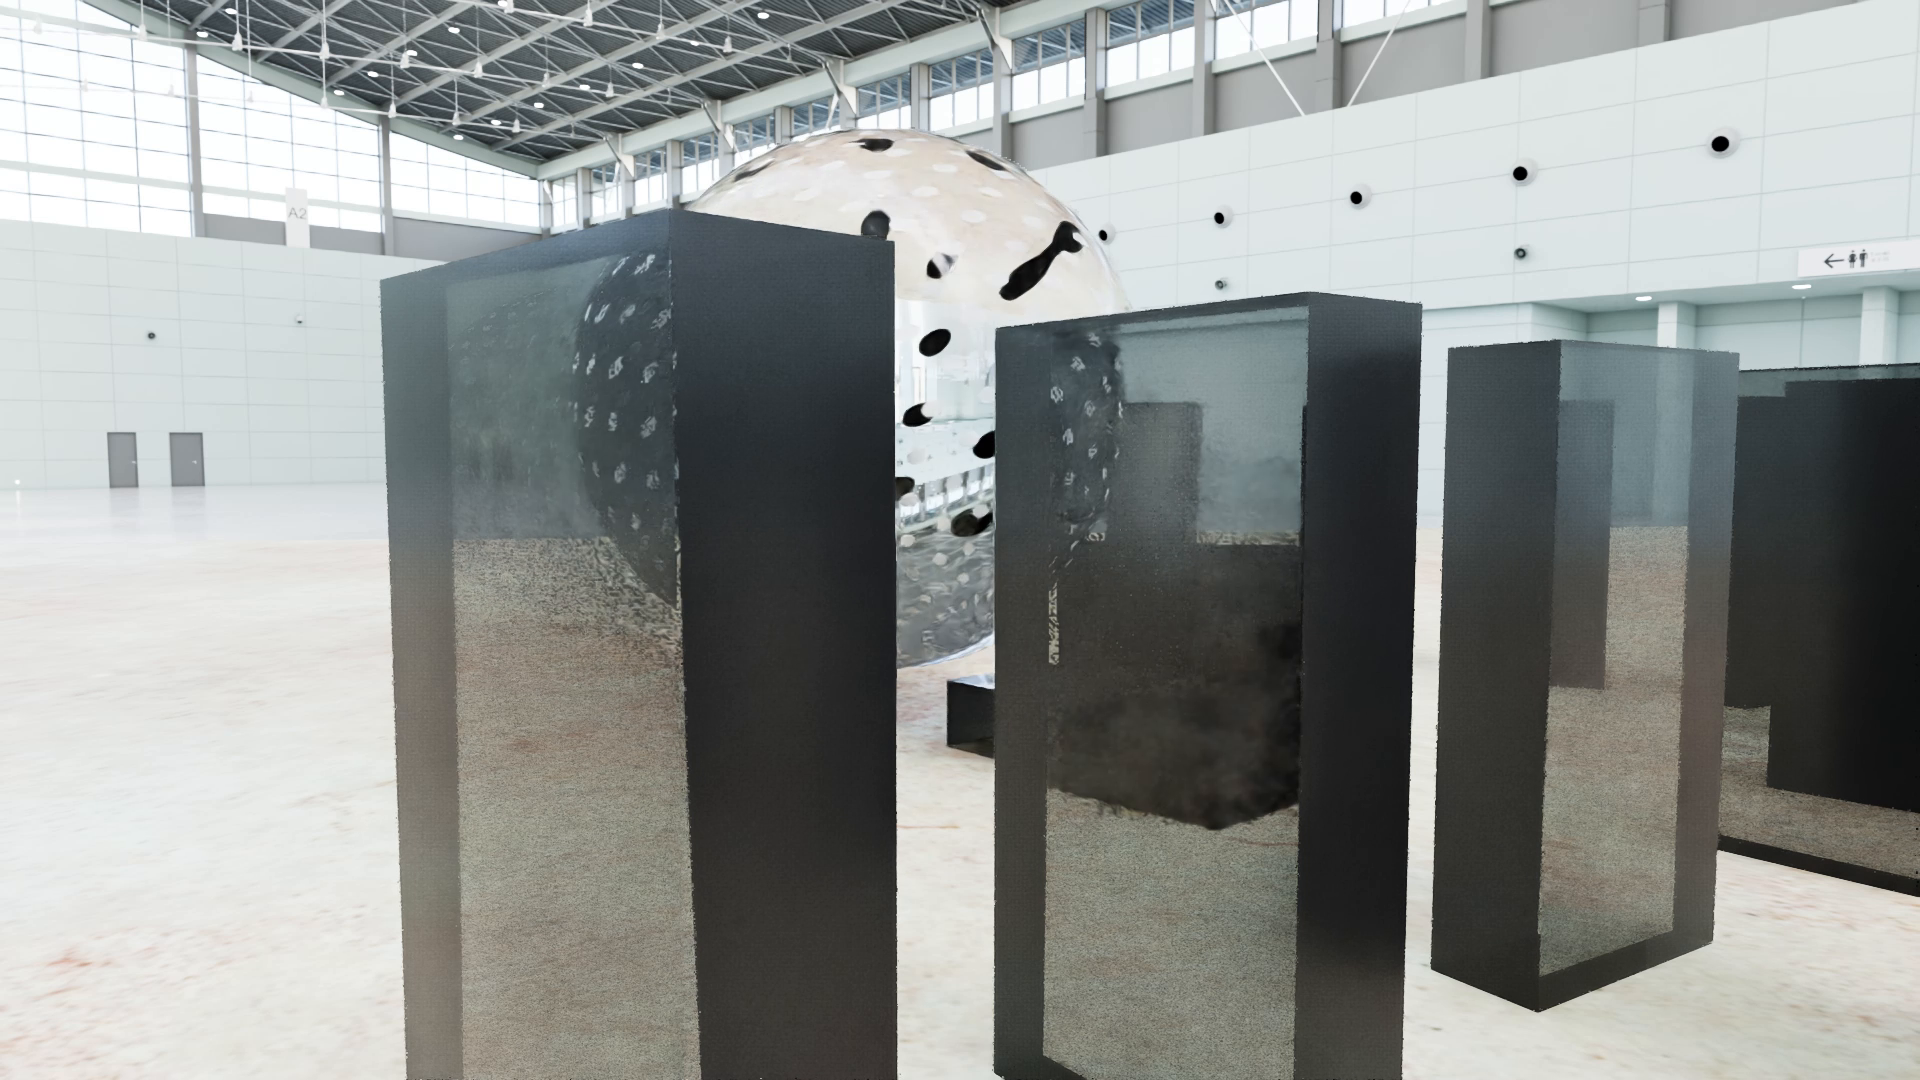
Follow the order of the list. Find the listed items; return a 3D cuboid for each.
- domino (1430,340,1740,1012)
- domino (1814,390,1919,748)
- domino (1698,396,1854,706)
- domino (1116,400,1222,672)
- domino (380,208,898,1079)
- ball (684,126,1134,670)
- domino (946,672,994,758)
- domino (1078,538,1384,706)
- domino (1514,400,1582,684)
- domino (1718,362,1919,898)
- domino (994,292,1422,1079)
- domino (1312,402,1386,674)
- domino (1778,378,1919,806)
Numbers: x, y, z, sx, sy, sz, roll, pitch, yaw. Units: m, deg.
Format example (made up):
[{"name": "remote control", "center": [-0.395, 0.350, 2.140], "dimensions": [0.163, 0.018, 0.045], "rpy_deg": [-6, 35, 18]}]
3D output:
[{"name": "domino", "center": [0.051, 0.010, 0.105], "dimensions": [0.025, 0.050, 0.010], "rpy_deg": [-3, 5, -33]}, {"name": "domino", "center": [0.138, 0.004, 0.181], "dimensions": [0.025, 0.050, 0.010], "rpy_deg": [2, 5, 25]}, {"name": "domino", "center": [0.137, 0.001, 0.216], "dimensions": [0.025, 0.050, 0.010], "rpy_deg": [-2, 5, -29]}, {"name": "domino", "center": [0.040, -0.001, 0.250], "dimensions": [0.009, 0.050, 0.025], "rpy_deg": [2, 4, -10]}, {"name": "domino", "center": [-0.015, 0.013, 0.055], "dimensions": [0.009, 0.050, 0.025], "rpy_deg": [-4, 6, -44]}, {"name": "ball", "center": [-0.012, -0.020, 0.194], "dimensions": [0.080, 0.080, 0.080], "rpy_deg": [0, 4, 0]}, {"name": "domino", "center": [0.024, 0.025, 0.170], "dimensions": [0.025, 0.009, 0.050], "rpy_deg": [-4, 6, -43]}, {"name": "domino", "center": [0.046, 0.013, 0.220], "dimensions": [0.050, 0.025, 0.009], "rpy_deg": [2, 7, 21]}, {"name": "domino", "center": [0.109, 0.000, 0.238], "dimensions": [0.009, 0.050, 0.025], "rpy_deg": [2, 5, 26]}, {"name": "domino", "center": [0.087, 0.008, 0.130], "dimensions": [0.009, 0.050, 0.025], "rpy_deg": [-3, 5, -37]}, {"name": "domino", "center": [0.014, 0.012, 0.078], "dimensions": [0.009, 0.050, 0.025], "rpy_deg": [-3, 5, -36]}, {"name": "domino", "center": [0.075, -0.001, 0.249], "dimensions": [0.010, 0.050, 0.025], "rpy_deg": [1, 4, 9]}, {"name": "domino", "center": [0.115, 0.006, 0.154], "dimensions": [0.010, 0.050, 0.025], "rpy_deg": [-4, 6, -43]}]
